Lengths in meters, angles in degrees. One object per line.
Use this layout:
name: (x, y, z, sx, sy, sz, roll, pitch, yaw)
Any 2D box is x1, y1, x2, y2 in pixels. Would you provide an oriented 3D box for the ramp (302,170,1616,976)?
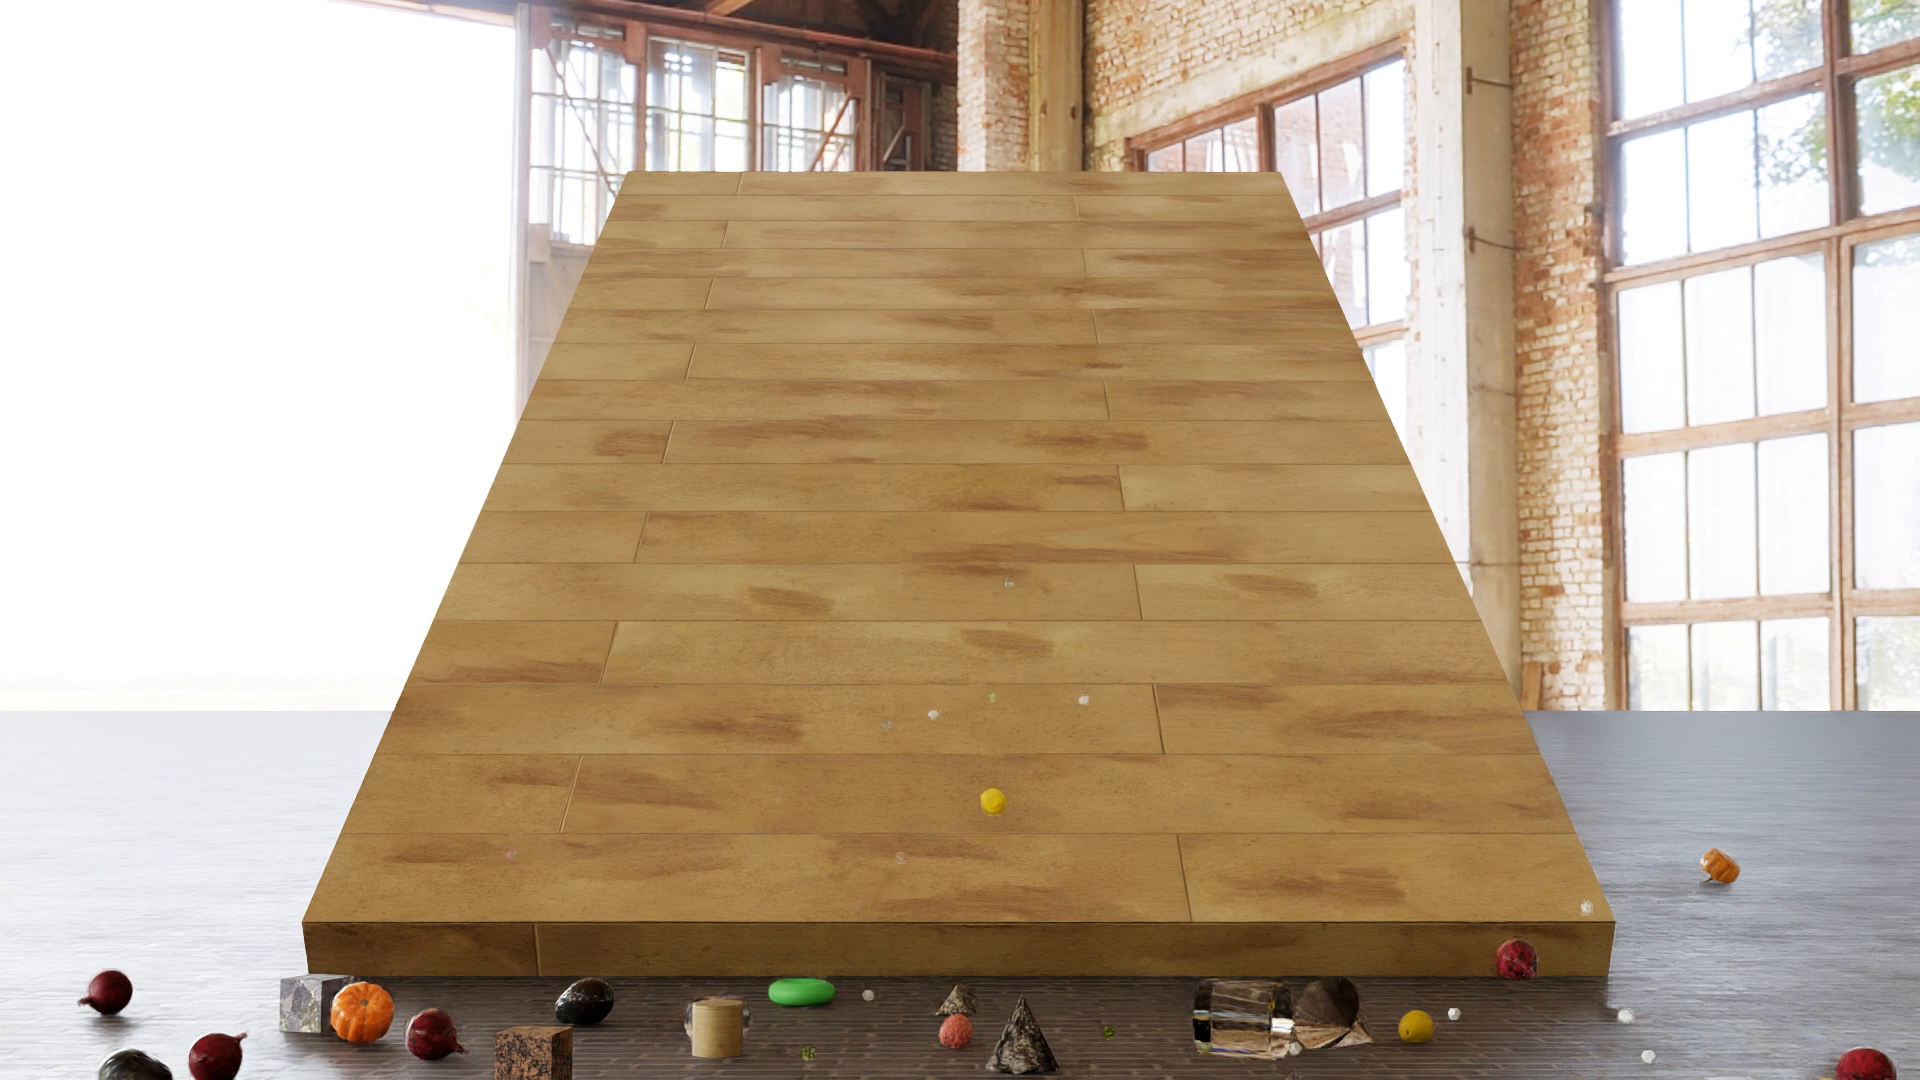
ramp: (-0.009, -0.229, 5.398, 2.000, 0.100, 4.000, 0, 25, 0)

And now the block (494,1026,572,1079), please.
block: (-0.462, 0.565, 2.546, 0.064, 0.064, 0.064, -1, -4, 11)

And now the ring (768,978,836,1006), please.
ring: (-0.220, 0.633, 3.279, 0.094, 0.031, 0.094, 1, -4, 0)

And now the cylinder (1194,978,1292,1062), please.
cylinder: (0.335, 0.567, 2.774, 0.091, 0.091, 0.091, -1, -4, 26)

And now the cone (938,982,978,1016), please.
cone: (-0.011, 0.628, 3.153, 0.050, 0.050, 0.050, -30, -13, 17)

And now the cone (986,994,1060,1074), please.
cone: (0.071, 0.564, 2.699, 0.086, 0.086, 0.086, 0, -4, 0)

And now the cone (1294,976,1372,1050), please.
cone: (0.479, 0.598, 2.880, 0.096, 0.096, 0.096, 36, -25, -33)

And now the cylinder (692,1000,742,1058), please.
cylinder: (-0.290, 0.585, 2.809, 0.060, 0.060, 0.060, 0, -4, 0)

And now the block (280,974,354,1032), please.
block: (-0.831, 0.598, 3.030, 0.065, 0.065, 0.065, -2, -4, 23)
